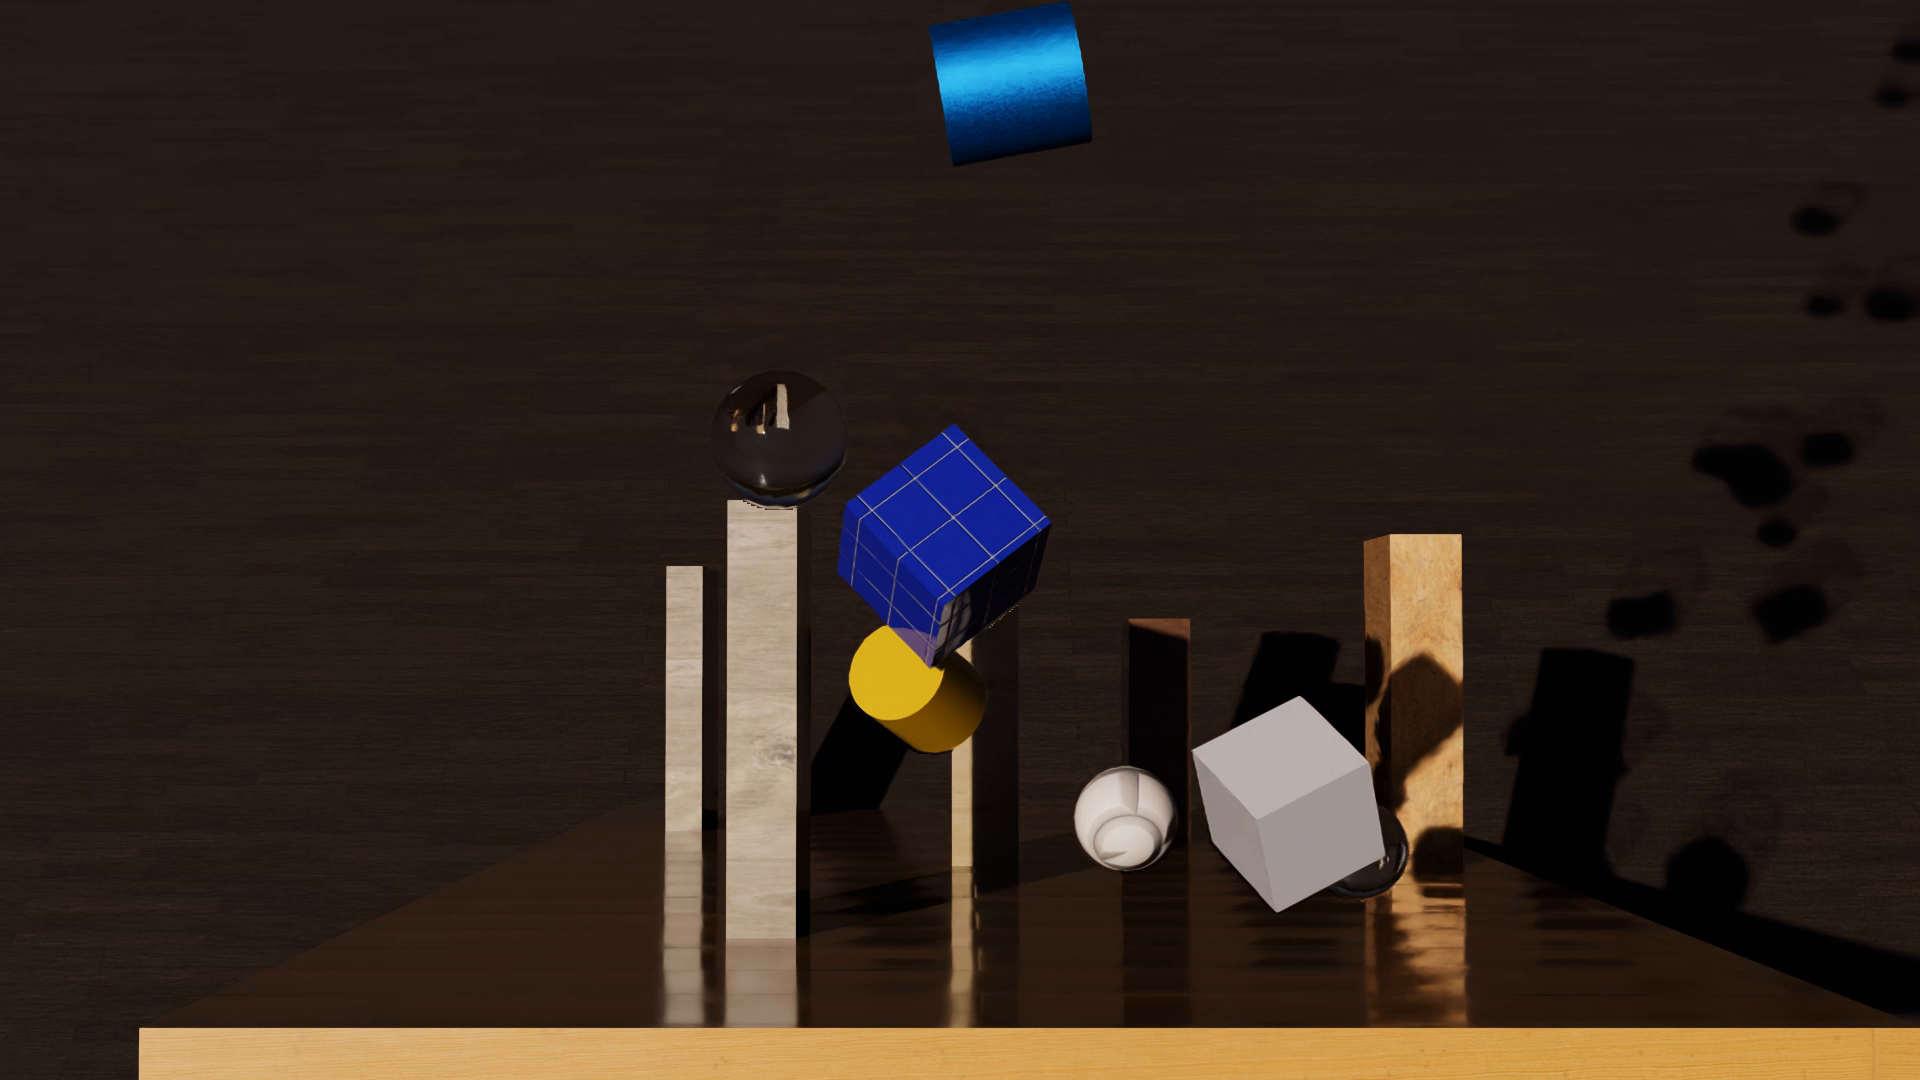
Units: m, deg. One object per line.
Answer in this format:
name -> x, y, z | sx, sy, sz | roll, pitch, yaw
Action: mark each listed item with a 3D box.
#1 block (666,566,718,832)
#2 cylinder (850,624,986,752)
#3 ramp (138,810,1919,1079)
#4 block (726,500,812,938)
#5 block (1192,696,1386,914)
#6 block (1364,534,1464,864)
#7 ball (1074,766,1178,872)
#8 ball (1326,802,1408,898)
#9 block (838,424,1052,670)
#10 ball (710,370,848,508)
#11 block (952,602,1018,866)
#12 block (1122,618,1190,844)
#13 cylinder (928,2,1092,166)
block -> -0.646, 0.379, 6.291 | 0.085, 0.620, 0.403 | 0, -2, 0
cylinder -> -0.048, 0.170, 2.999 | 0.120, 0.120, 0.120 | -10, 64, 21
ramp -> 0.081, 0.681, 4.910 | 2.000, 0.100, 4.000 | 0, -2, 0
block -> -0.292, 0.271, 4.020 | 0.103, 0.645, 0.371 | 0, -2, 0
block -> 0.365, 0.292, 2.890 | 0.142, 0.142, 0.142 | -25, 37, -13
block -> 0.923, 0.322, 5.308 | 0.141, 0.652, 0.336 | 0, -2, 0
ball -> 0.210, 0.352, 3.285 | 0.132, 0.132, 0.132 | 0, 37, 0
ball -> 0.458, 0.355, 2.990 | 0.114, 0.114, 0.114 | 0, 37, 0
block -> -0.020, 0.008, 2.882 | 0.159, 0.159, 0.159 | -37, 72, -22
ball -> -0.196, -0.110, 2.834 | 0.151, 0.151, 0.151 | 0, 37, 0
block -> 0.050, 0.287, 5.251 | 0.131, 0.717, 0.274 | 0, -2, 0
block -> 0.437, 0.423, 5.810 | 0.133, 0.492, 0.263 | 0, -2, 0
cylinder -> 0.055, -0.501, 2.856 | 0.155, 0.155, 0.155 | -10, 37, 1
